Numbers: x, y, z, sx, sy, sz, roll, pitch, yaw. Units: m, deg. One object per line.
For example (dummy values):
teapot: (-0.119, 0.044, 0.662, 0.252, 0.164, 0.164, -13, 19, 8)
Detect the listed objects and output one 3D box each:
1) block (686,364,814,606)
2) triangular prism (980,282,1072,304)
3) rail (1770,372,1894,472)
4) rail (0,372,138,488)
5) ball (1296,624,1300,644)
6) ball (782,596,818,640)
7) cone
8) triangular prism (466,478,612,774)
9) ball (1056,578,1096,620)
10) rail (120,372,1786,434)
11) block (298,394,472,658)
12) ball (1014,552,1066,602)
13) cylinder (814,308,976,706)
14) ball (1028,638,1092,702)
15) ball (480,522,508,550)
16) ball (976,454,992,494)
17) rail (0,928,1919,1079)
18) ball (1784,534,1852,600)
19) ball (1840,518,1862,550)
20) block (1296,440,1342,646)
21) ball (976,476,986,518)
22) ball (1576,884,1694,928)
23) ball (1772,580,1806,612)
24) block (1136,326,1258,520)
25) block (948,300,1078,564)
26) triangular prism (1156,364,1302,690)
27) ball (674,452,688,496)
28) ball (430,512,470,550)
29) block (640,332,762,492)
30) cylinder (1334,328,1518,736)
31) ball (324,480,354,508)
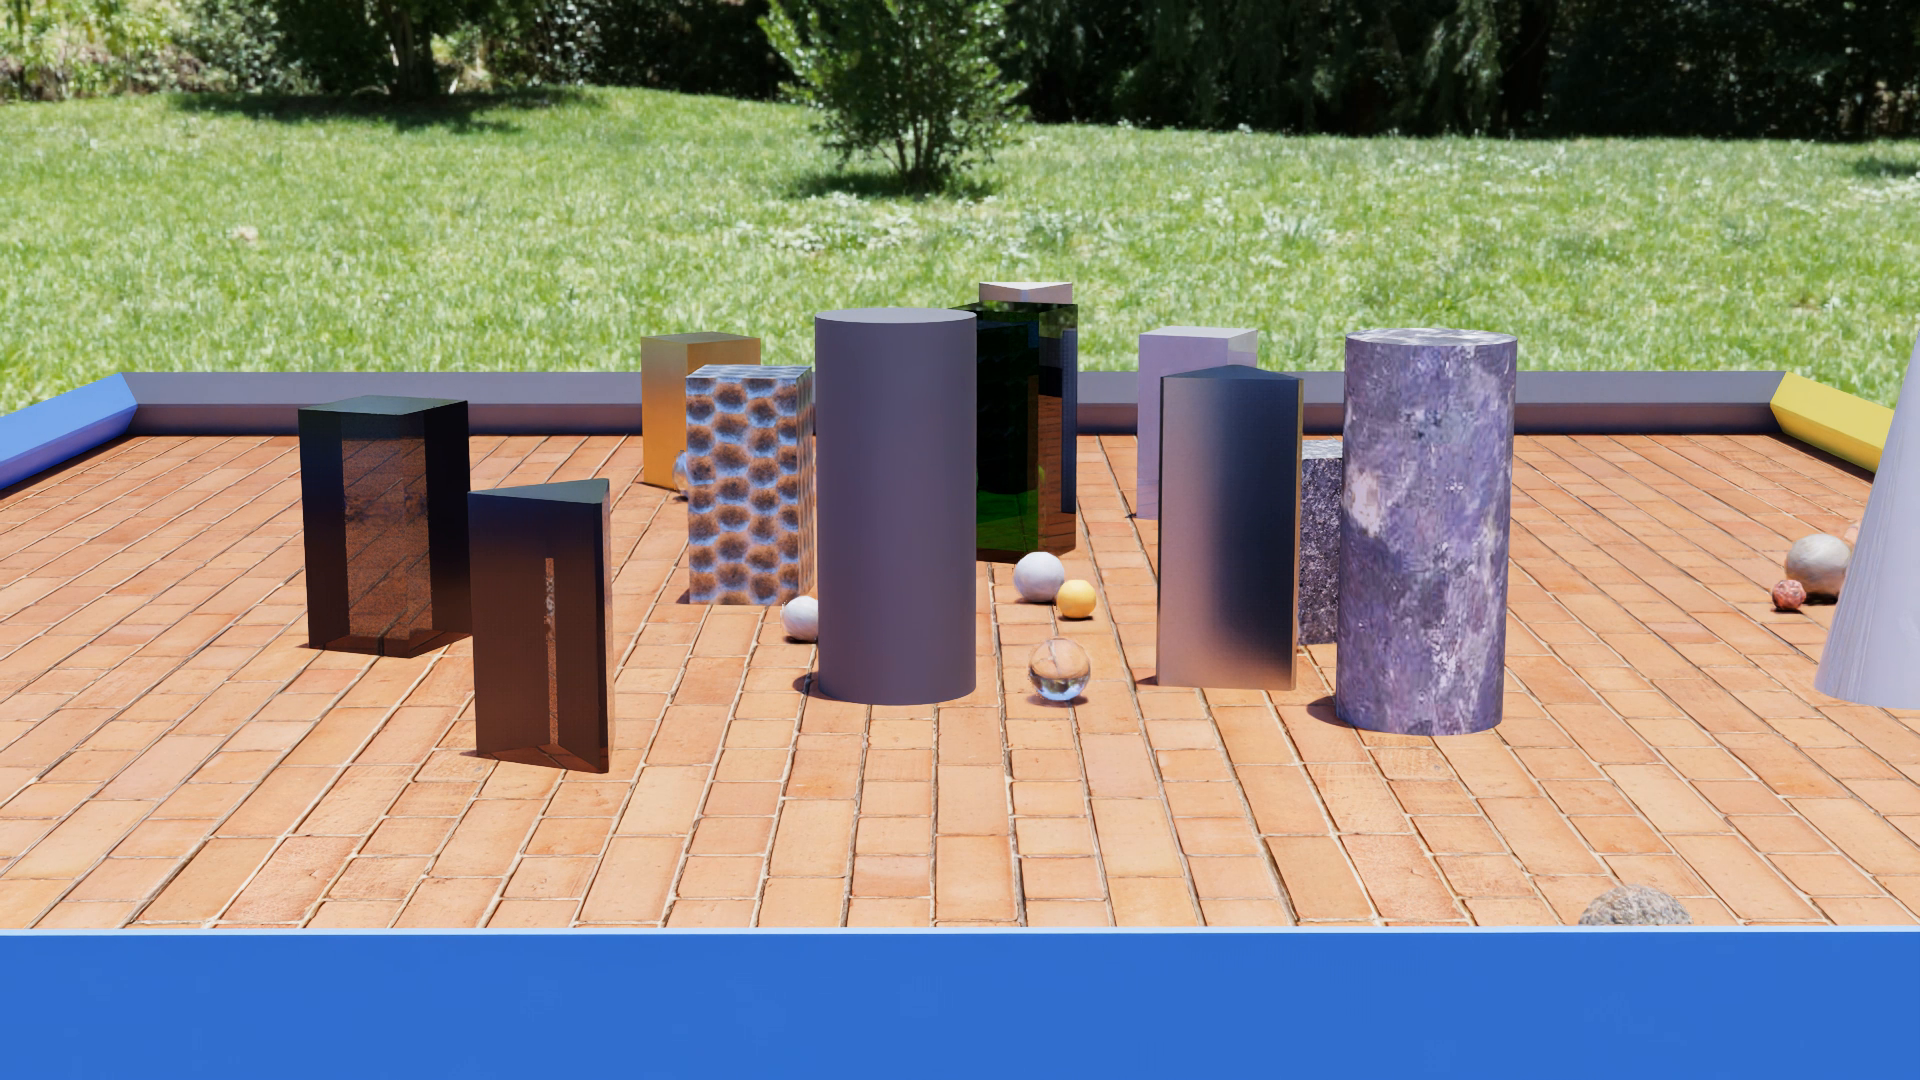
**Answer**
block: (-0.286, -0.077, 3.520, 0.149, 0.310, 0.149, 1, 11, 5)
triangular prism: (0.093, -0.275, 4.482, 0.140, 0.345, 0.161, 7, 12, 32)
rail: (1.623, 0.029, 3.459, 0.045, 0.121, 3.309, 0, 11, 0)
rail: (-1.623, 0.033, 3.440, 0.045, 0.121, 3.309, 0, 11, 0)
ball: (0.403, 0.117, 3.207, 0.044, 0.044, 0.044, 0, 11, 0)
ball: (-0.198, 0.100, 3.265, 0.056, 0.056, 0.056, 0, 11, 0)
cone: (1.098, -0.037, 2.969, 0.186, 0.435, 0.186, 0, 11, 0)
triangular prism: (-0.411, 0.084, 2.726, 0.161, 0.284, 0.140, 5, 12, 25)
ball: (0.154, 0.078, 3.390, 0.053, 0.053, 0.053, 0, 11, 0)
rail: (-0.009, -0.268, 5.052, 3.293, 0.121, 0.045, 0, 11, 0)
block: (-0.720, -0.020, 3.233, 0.149, 0.303, 0.149, 4, 11, 22)
ball: (0.109, 0.050, 3.495, 0.069, 0.069, 0.069, 0, 11, 0)
cylinder: (-0.074, -0.043, 2.986, 0.186, 0.439, 0.186, 0, 11, 0)
ball: (0.115, 0.149, 2.955, 0.072, 0.072, 0.072, 0, 11, 0)
ball: (-0.702, -0.005, 3.868, 0.041, 0.041, 0.041, 0, 11, 0)
ball: (0.007, -0.101, 4.240, 0.092, 0.092, 0.092, 0, 11, 0)
rail: (0.009, 0.331, 1.847, 3.293, 0.121, 0.045, 0, 11, 0)
ball: (1.174, 0.037, 3.504, 0.092, 0.092, 0.092, 0, 11, 0)
ball: (1.305, 0.009, 3.675, 0.084, 0.084, 0.084, 0, 11, 0)
block: (0.436, 0.002, 3.295, 0.149, 0.238, 0.149, -3, 11, -13)
ball: (-0.006, -0.068, 4.059, 0.093, 0.093, 0.093, 0, 11, 0)
ball: (0.528, 0.316, 2.005, 0.093, 0.093, 0.093, 0, 11, 0)
ball: (1.109, 0.074, 3.434, 0.044, 0.044, 0.044, 0, 11, 0)
block: (0.383, -0.188, 4.144, 0.149, 0.298, 0.149, 5, 12, 24)
block: (0.077, -0.162, 3.809, 0.149, 0.370, 0.149, 5, 12, 24)
triangular prism: (0.322, -0.019, 3.054, 0.161, 0.366, 0.140, 2, 11, 8)
ball: (-0.440, -0.113, 4.321, 0.086, 0.086, 0.086, 0, 11, 0)
ball: (-0.769, -0.014, 3.870, 0.058, 0.058, 0.058, 0, 11, 0)
block: (-0.448, -0.223, 4.447, 0.149, 0.257, 0.149, -8, 13, -38)
cylinder: (0.517, -0.013, 2.857, 0.186, 0.428, 0.186, 0, 11, 0)
ball: (-1.025, -0.076, 4.235, 0.046, 0.046, 0.046, 0, 11, 0)
